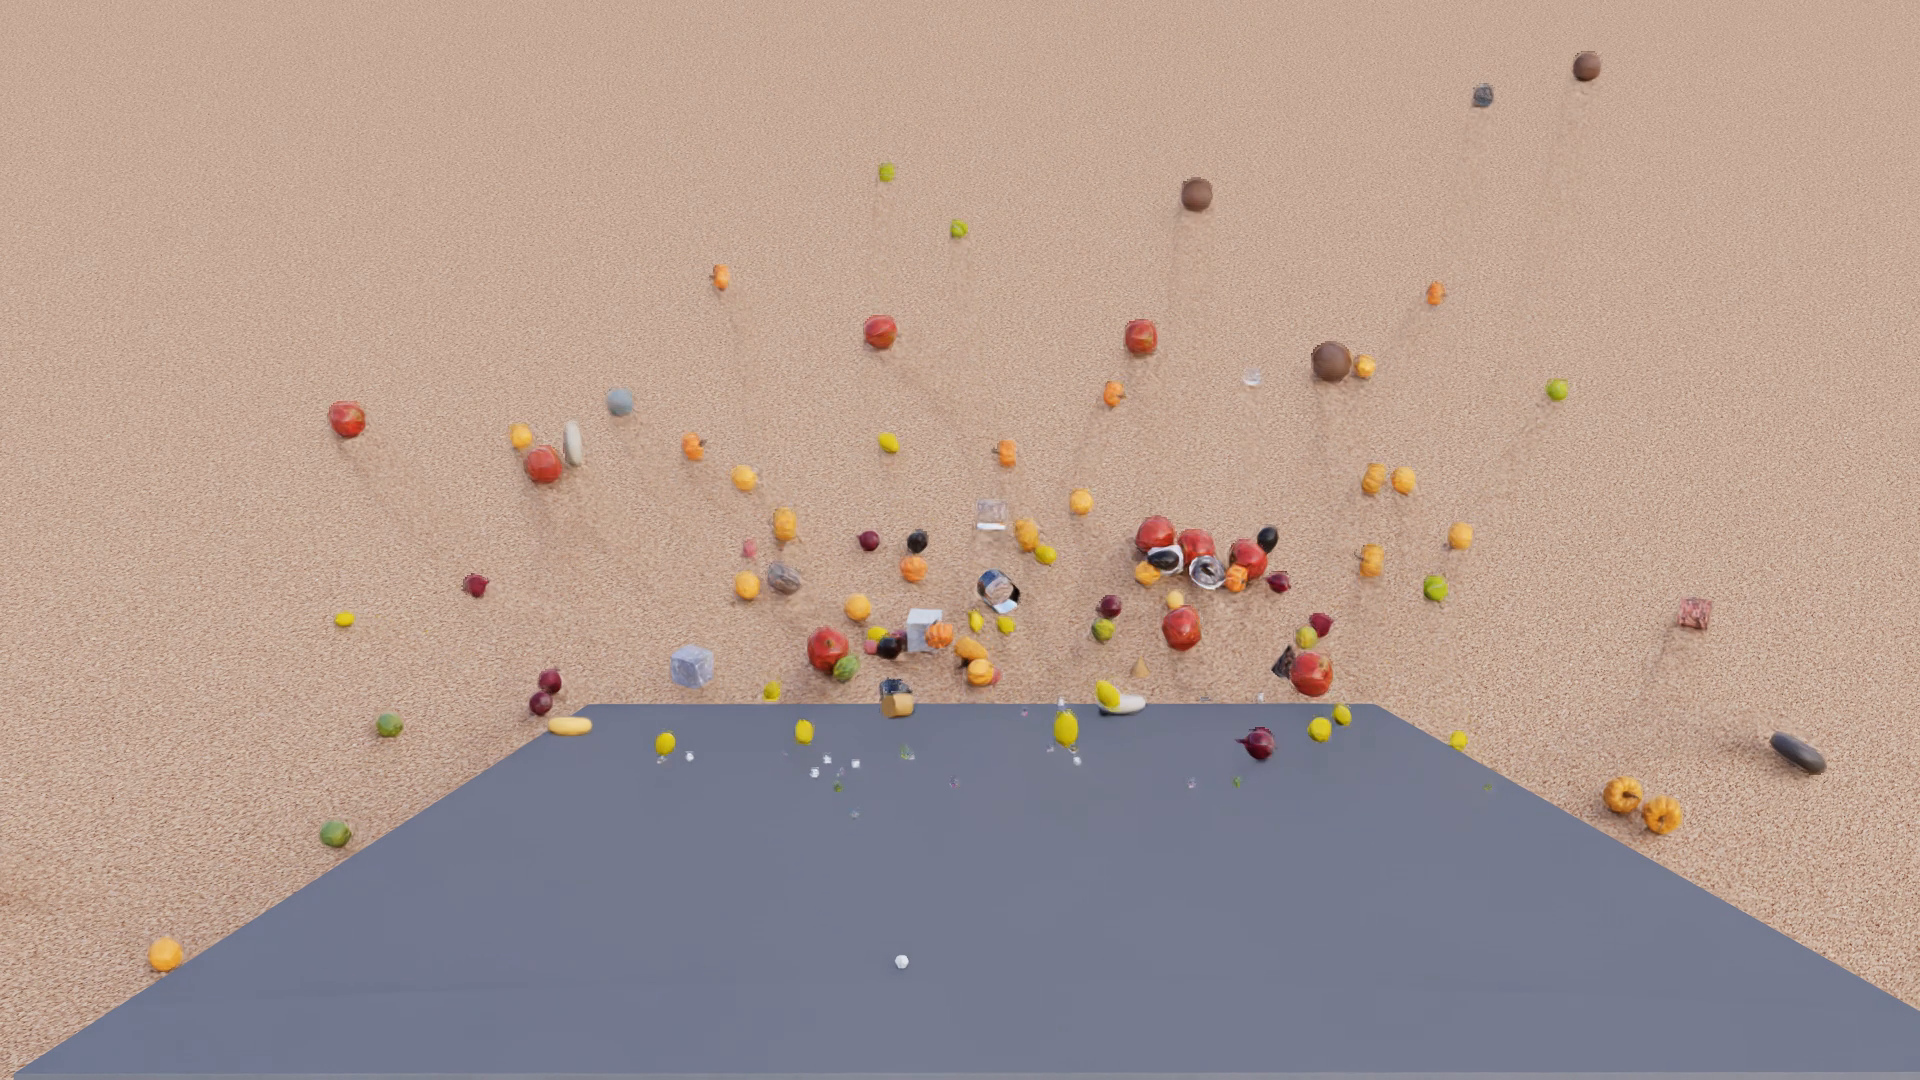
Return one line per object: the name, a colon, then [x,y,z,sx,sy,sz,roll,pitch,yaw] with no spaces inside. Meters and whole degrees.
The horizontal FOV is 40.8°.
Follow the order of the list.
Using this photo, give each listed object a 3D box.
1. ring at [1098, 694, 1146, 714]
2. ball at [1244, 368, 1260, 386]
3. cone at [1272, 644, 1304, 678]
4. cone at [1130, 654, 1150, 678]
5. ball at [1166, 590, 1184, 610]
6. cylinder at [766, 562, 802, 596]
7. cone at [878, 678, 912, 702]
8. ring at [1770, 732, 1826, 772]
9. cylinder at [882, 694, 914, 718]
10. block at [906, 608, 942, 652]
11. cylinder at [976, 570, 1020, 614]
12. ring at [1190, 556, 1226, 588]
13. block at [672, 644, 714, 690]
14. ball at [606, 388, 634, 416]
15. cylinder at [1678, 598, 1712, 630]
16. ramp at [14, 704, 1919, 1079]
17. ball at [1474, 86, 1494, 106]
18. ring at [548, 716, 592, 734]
ring: [0.395,0.404,6.324,0.118,0.039,0.118,-4,3,0]
ball: [0.990,-0.552,8.747,0.059,0.059,0.059,0,25,0]
cone: [0.879,0.314,6.893,0.083,0.083,0.083,0,25,0]
cone: [0.482,0.329,6.893,0.056,0.056,0.056,0,25,0]
ball: [0.604,0.168,7.237,0.051,0.051,0.051,0,25,0]
cylinder: [-0.496,0.111,7.293,0.073,0.073,0.073,26,12,-30]
cone: [-0.170,0.403,6.363,0.088,0.088,0.088,4,29,9]
ring: [2.085,0.529,6.418,0.148,0.049,0.148,29,10,-6]
cylinder: [-0.149,0.398,6.196,0.055,0.055,0.055,1,19,-40]
block: [-0.097,0.247,7.031,0.086,0.086,0.086,3,26,6]
cylinder: [0.107,0.144,7.241,0.093,0.093,0.093,-10,27,-19]
ring: [0.709,0.092,7.375,0.108,0.036,0.108,7,53,-10]
block: [-0.710,0.338,6.849,0.078,0.078,0.078,15,29,29]
ball: [-1.121,-0.454,8.502,0.091,0.091,0.091,0,25,0]
cylinder: [2.031,0.205,7.128,0.077,0.077,0.077,10,27,20]
ramp: [0.058,0.523,4.561,2.000,0.100,4.000,0,2,0]
ball: [2.405,-2.037,11.838,0.093,0.093,0.093,0,25,0]
ring: [-0.883,0.421,5.846,0.101,0.034,0.101,0,3,0]
